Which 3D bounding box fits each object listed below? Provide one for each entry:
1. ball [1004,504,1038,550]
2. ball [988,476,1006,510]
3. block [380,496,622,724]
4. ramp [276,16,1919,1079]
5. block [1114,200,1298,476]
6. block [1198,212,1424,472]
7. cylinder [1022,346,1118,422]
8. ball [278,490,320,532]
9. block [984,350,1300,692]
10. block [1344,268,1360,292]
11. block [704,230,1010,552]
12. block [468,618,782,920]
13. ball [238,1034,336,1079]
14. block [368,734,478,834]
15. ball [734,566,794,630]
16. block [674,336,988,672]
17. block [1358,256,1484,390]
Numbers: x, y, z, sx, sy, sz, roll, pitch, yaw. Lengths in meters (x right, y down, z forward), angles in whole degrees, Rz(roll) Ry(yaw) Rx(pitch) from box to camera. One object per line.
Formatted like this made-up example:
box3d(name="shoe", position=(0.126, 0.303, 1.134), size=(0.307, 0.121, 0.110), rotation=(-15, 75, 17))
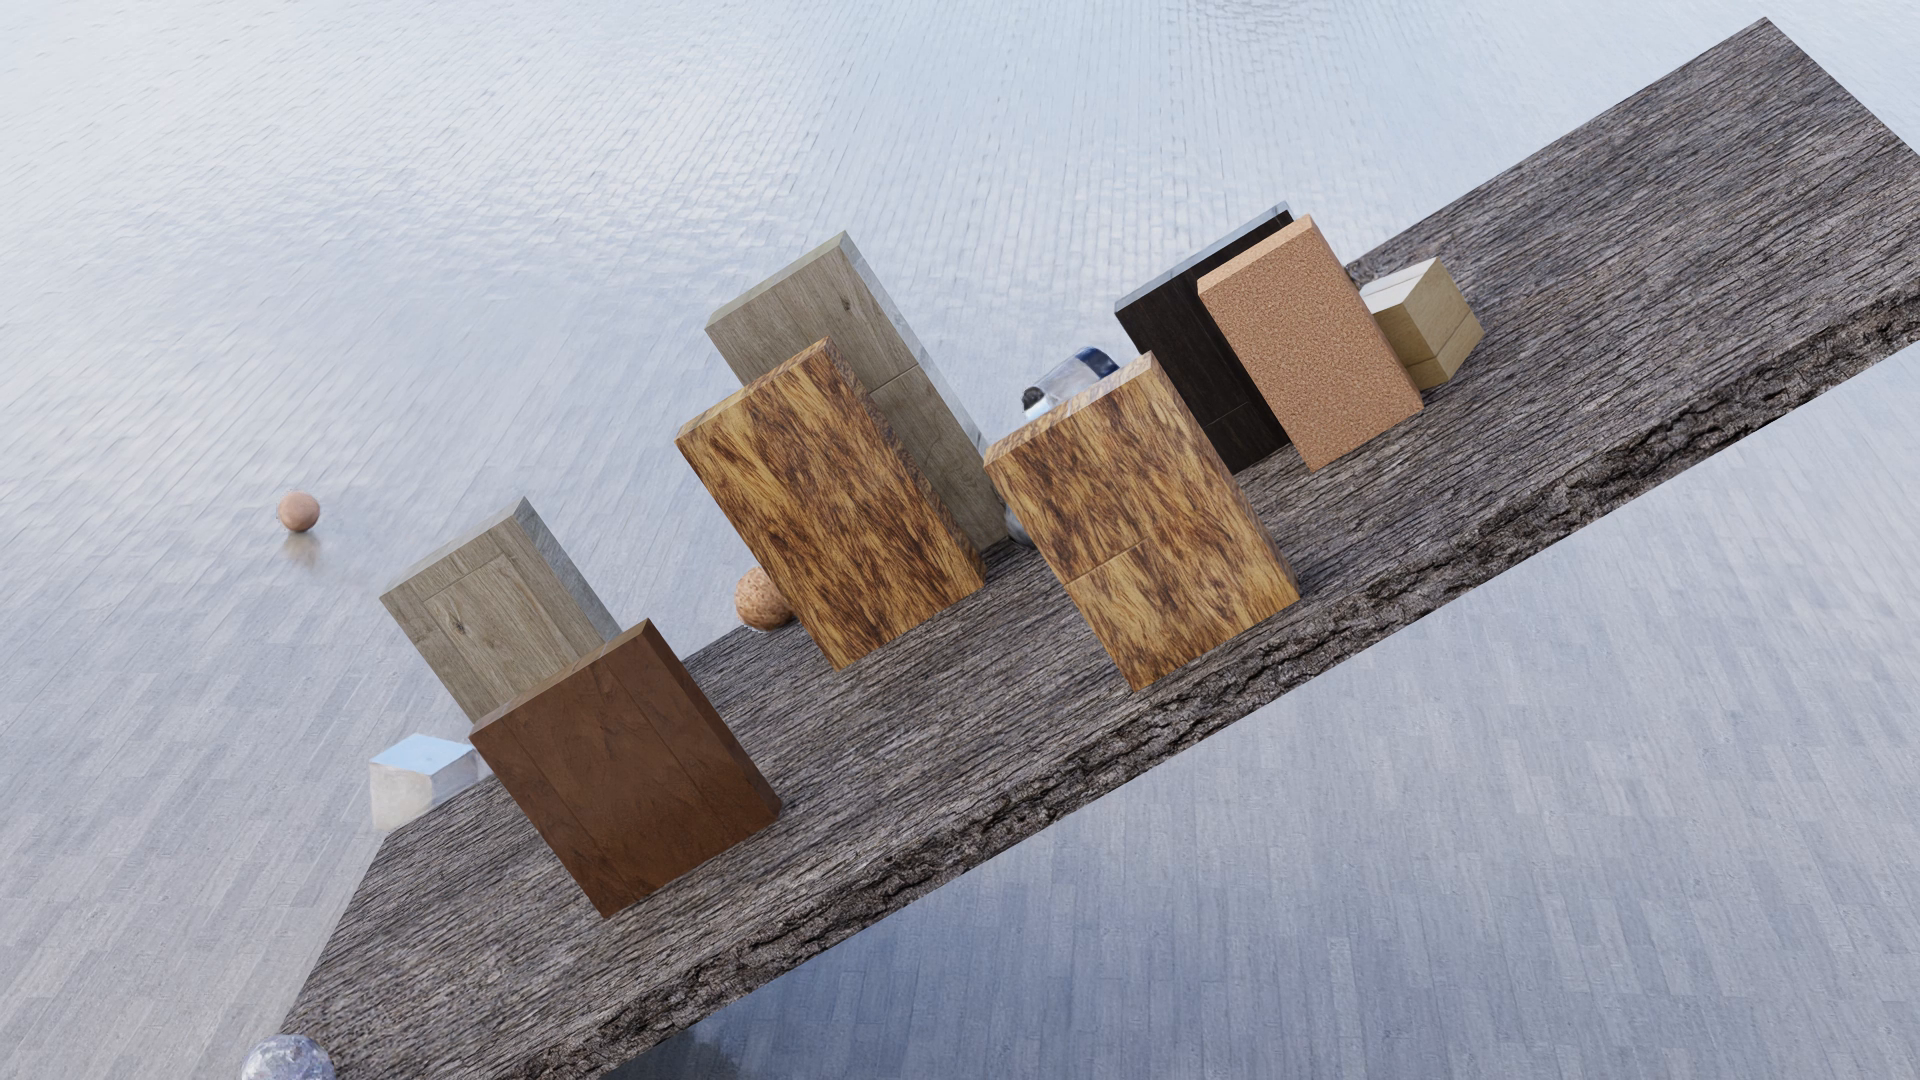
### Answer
box3d(name="ball", position=(0.172, -0.054, 6.438), size=(0.149, 0.149, 0.149), rotation=(0, 20, 0))
box3d(name="ball", position=(0.169, -0.148, 6.619), size=(0.209, 0.209, 0.209), rotation=(0, 20, 0))
box3d(name="block", position=(-1.089, 0.251, 7.301), size=(0.411, 0.589, 0.141), rotation=(-31, 15, 14))
box3d(name="ramp", position=(0.140, 0.170, 6.294), size=(4.000, 0.100, 2.000), rotation=(-31, 15, 14))
box3d(name="block", position=(0.607, -0.409, 6.076), size=(0.410, 0.429, 0.083), rotation=(-31, 15, 14))
box3d(name="block", position=(0.694, -0.389, 5.822), size=(0.257, 0.433, 0.113), rotation=(-31, 15, 14))
box3d(name="cylinder", position=(0.298, -0.359, 7.499), size=(0.196, 0.196, 0.196), rotation=(-38, 37, -26))
box3d(name="ball", position=(-2.272, -0.099, 10.111), size=(0.142, 0.142, 0.142), rotation=(0, 20, 0))
box3d(name="block", position=(0.331, -0.031, 5.326), size=(0.351, 0.512, 0.110), rotation=(-31, 15, 14))
box3d(name="block", position=(0.770, -0.423, 6.235), size=(0.192, 0.192, 0.192), rotation=(-27, 17, 25))
box3d(name="block", position=(-0.207, -0.278, 6.723), size=(0.366, 0.773, 0.138), rotation=(-31, 15, 14))
box3d(name="block", position=(-0.678, 0.468, 5.977), size=(0.433, 0.479, 0.084), rotation=(-31, 15, 14))
box3d(name="ball", position=(-1.377, 1.109, 6.018), size=(0.195, 0.195, 0.195), rotation=(0, 20, 0))
box3d(name="block", position=(-1.441, 0.669, 7.924), size=(0.205, 0.205, 0.205), rotation=(10, 22, 26))
box3d(name="ball", position=(-0.471, 0.141, 7.172), size=(0.159, 0.159, 0.159), rotation=(0, 20, 0))
box3d(name="block", position=(-0.282, -0.076, 6.512), size=(0.397, 0.641, 0.111), rotation=(-31, 15, 14))
box3d(name="block", position=(0.905, -0.422, 5.953), size=(0.189, 0.189, 0.189), rotation=(-20, 21, 43))
